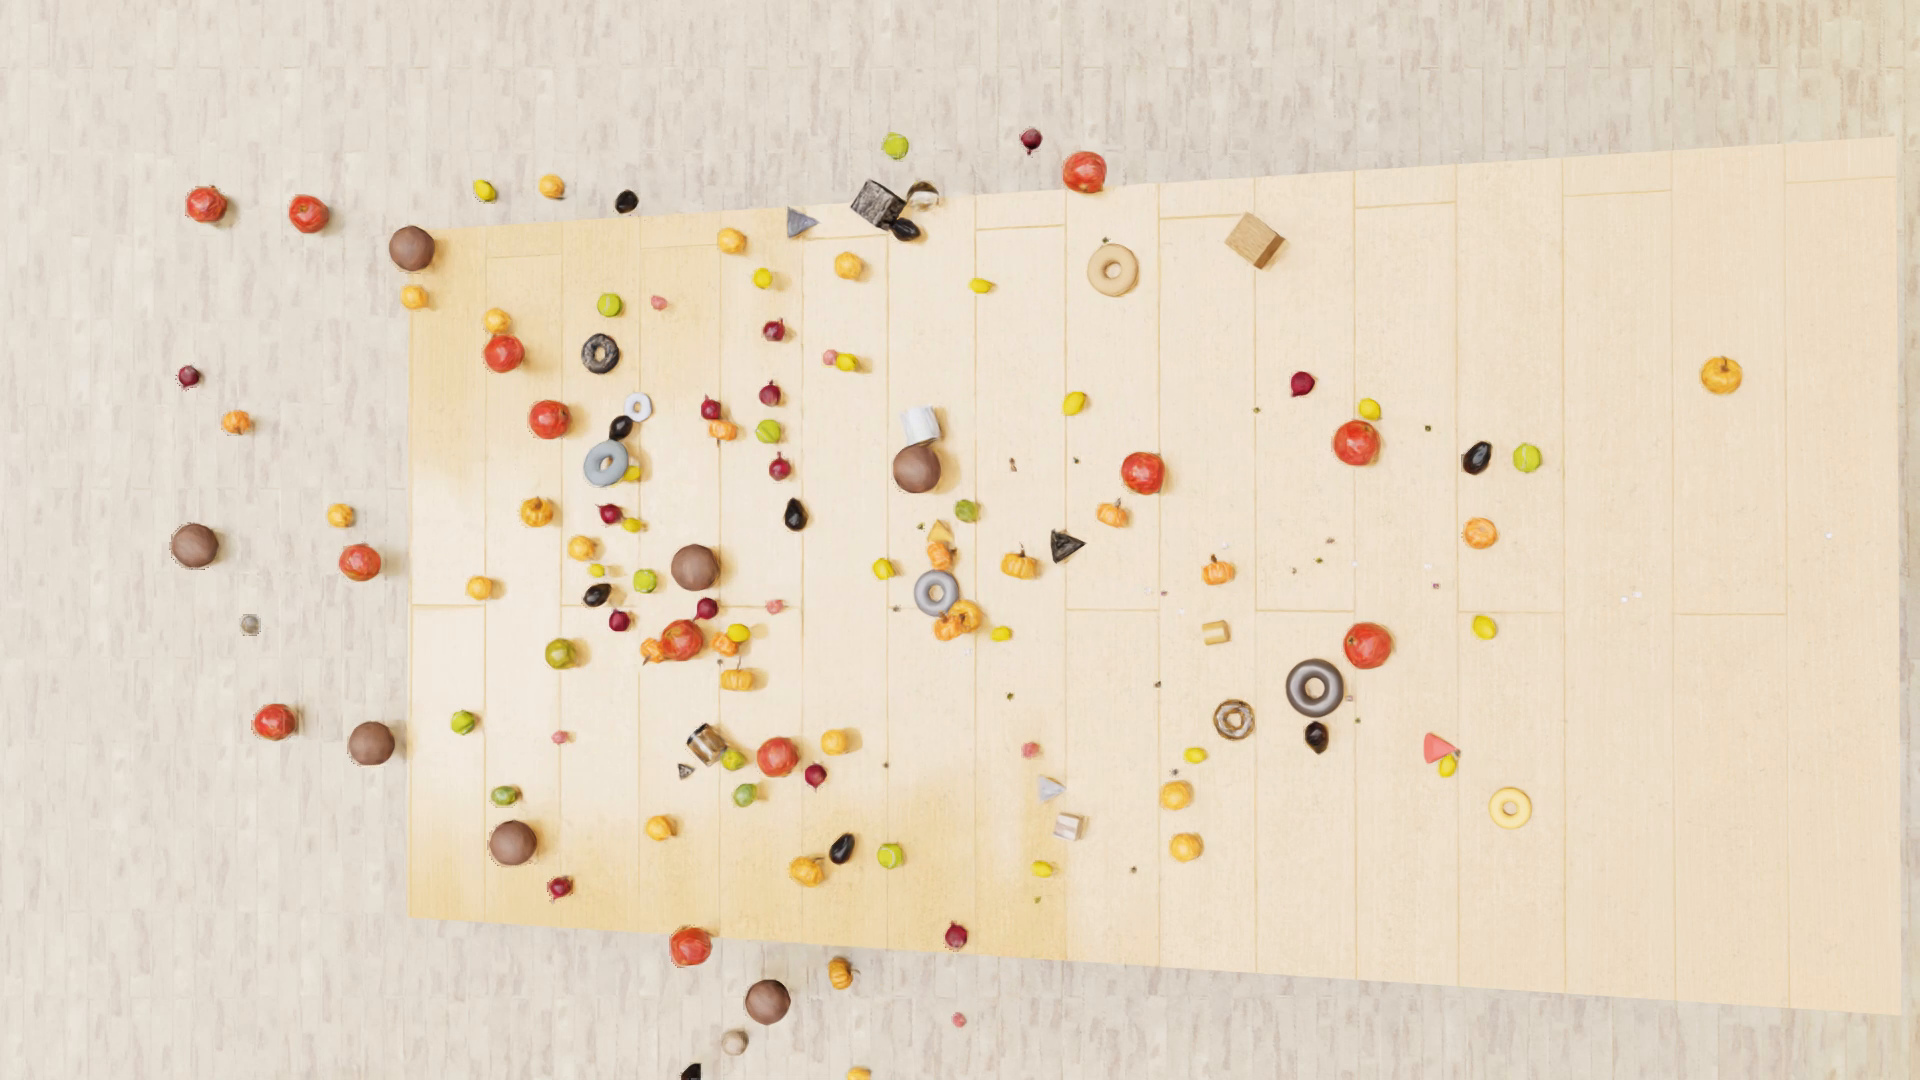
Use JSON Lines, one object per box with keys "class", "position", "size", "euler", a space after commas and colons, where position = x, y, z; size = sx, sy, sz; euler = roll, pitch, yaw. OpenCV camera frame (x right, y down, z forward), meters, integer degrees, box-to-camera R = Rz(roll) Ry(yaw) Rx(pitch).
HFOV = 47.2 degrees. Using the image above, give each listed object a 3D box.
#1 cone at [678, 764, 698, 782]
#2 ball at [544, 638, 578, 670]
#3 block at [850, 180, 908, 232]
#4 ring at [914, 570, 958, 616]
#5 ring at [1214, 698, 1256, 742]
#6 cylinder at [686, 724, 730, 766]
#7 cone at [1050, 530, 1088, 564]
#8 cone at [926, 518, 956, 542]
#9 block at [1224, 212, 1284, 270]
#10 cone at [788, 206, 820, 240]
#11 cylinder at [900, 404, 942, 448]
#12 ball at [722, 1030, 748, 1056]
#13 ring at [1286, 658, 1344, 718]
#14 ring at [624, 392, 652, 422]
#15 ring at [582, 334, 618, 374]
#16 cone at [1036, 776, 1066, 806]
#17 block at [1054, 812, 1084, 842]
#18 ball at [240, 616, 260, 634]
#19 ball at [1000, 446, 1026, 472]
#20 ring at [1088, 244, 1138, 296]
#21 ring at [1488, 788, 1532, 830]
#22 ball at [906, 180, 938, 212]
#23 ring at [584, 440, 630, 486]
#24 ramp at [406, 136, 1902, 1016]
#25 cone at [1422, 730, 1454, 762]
{"class": "cone", "position": [-0.750, 0.636, 6.068], "size": [0.051, 0.051, 0.051], "euler": [-11, 89, -7]}
{"class": "ball", "position": [-1.121, 0.320, 6.174], "size": [0.091, 0.091, 0.091], "euler": [0, 89, 0]}
{"class": "block", "position": [-0.217, -0.890, 5.851], "size": [0.092, 0.092, 0.092], "euler": [37, 102, 17]}
{"class": "ring", "position": [-0.063, 0.140, 5.807], "size": [0.126, 0.042, 0.126], "euler": [0, 90, 20]}
{"class": "ring", "position": [0.689, 0.452, 5.524], "size": [0.108, 0.036, 0.108], "euler": [0, 90, 20]}
{"class": "cylinder", "position": [-0.690, 0.561, 6.013], "size": [0.085, 0.085, 0.085], "euler": [-45, 74, -1]}
{"class": "cone", "position": [0.286, 0.012, 5.678], "size": [0.090, 0.090, 0.090], "euler": [-6, 89, -6]}
{"class": "cone", "position": [-0.043, -0.010, 5.806], "size": [0.070, 0.070, 0.070], "euler": [24, 89, -9]}
{"class": "block", "position": [0.735, -0.747, 5.490], "size": [0.096, 0.096, 0.096], "euler": [41, 103, 16]}
{"class": "cone", "position": [-0.421, -0.860, 5.954], "size": [0.090, 0.090, 0.090], "euler": [-2, 89, -6]}
{"class": "cylinder", "position": [-0.103, -0.300, 5.798], "size": [0.090, 0.090, 0.090], "euler": [-16, 83, 0]}
{"class": "ball", "position": [-0.660, 1.474, 6.446], "size": [0.078, 0.078, 0.078], "euler": [0, 89, 0]}
{"class": "ring", "position": [0.878, 0.367, 5.447], "size": [0.148, 0.049, 0.148], "euler": [-1, 88, 21]}
{"class": "ring", "position": [-0.898, -0.371, 6.134], "size": [0.086, 0.029, 0.086], "euler": [0, 89, 20]}
{"class": "ring", "position": [-1.011, -0.521, 6.173], "size": [0.116, 0.039, 0.116], "euler": [0, 91, 20]}
{"class": "cone", "position": [0.242, 0.646, 5.689], "size": [0.078, 0.078, 0.078], "euler": [-4, 89, -13]}
{"class": "block", "position": [0.280, 0.738, 5.661], "size": [0.057, 0.057, 0.057], "euler": [12, 94, 20]}
{"class": "ball", "position": [-2.090, 0.249, 6.474], "size": [0.053, 0.053, 0.053], "euler": [0, 89, 0]}
{"class": "ball", "position": [0.138, -0.213, 5.746], "size": [0.070, 0.070, 0.070], "euler": [0, 89, 0]}
{"class": "ring", "position": [0.391, -0.694, 5.646], "size": [0.134, 0.045, 0.134], "euler": [0, 90, 20]}
{"class": "ring", "position": [1.321, 0.646, 5.285], "size": [0.101, 0.034, 0.101], "euler": [0, 90, 22]}
{"class": "ball", "position": [-0.098, -0.907, 5.811], "size": [0.084, 0.084, 0.084], "euler": [0, 89, 0]}
{"class": "ring", "position": [-0.981, -0.213, 6.104], "size": [0.139, 0.046, 0.139], "euler": [-10, 62, 20]}
{"class": "ramp", "position": [0.281, 0.089, 5.754], "size": [4.000, 0.100, 2.000], "euler": [0, 89, 21]}
{"class": "cone", "position": [1.175, 0.507, 5.341], "size": [0.077, 0.077, 0.077], "euler": [13, 89, -22]}
